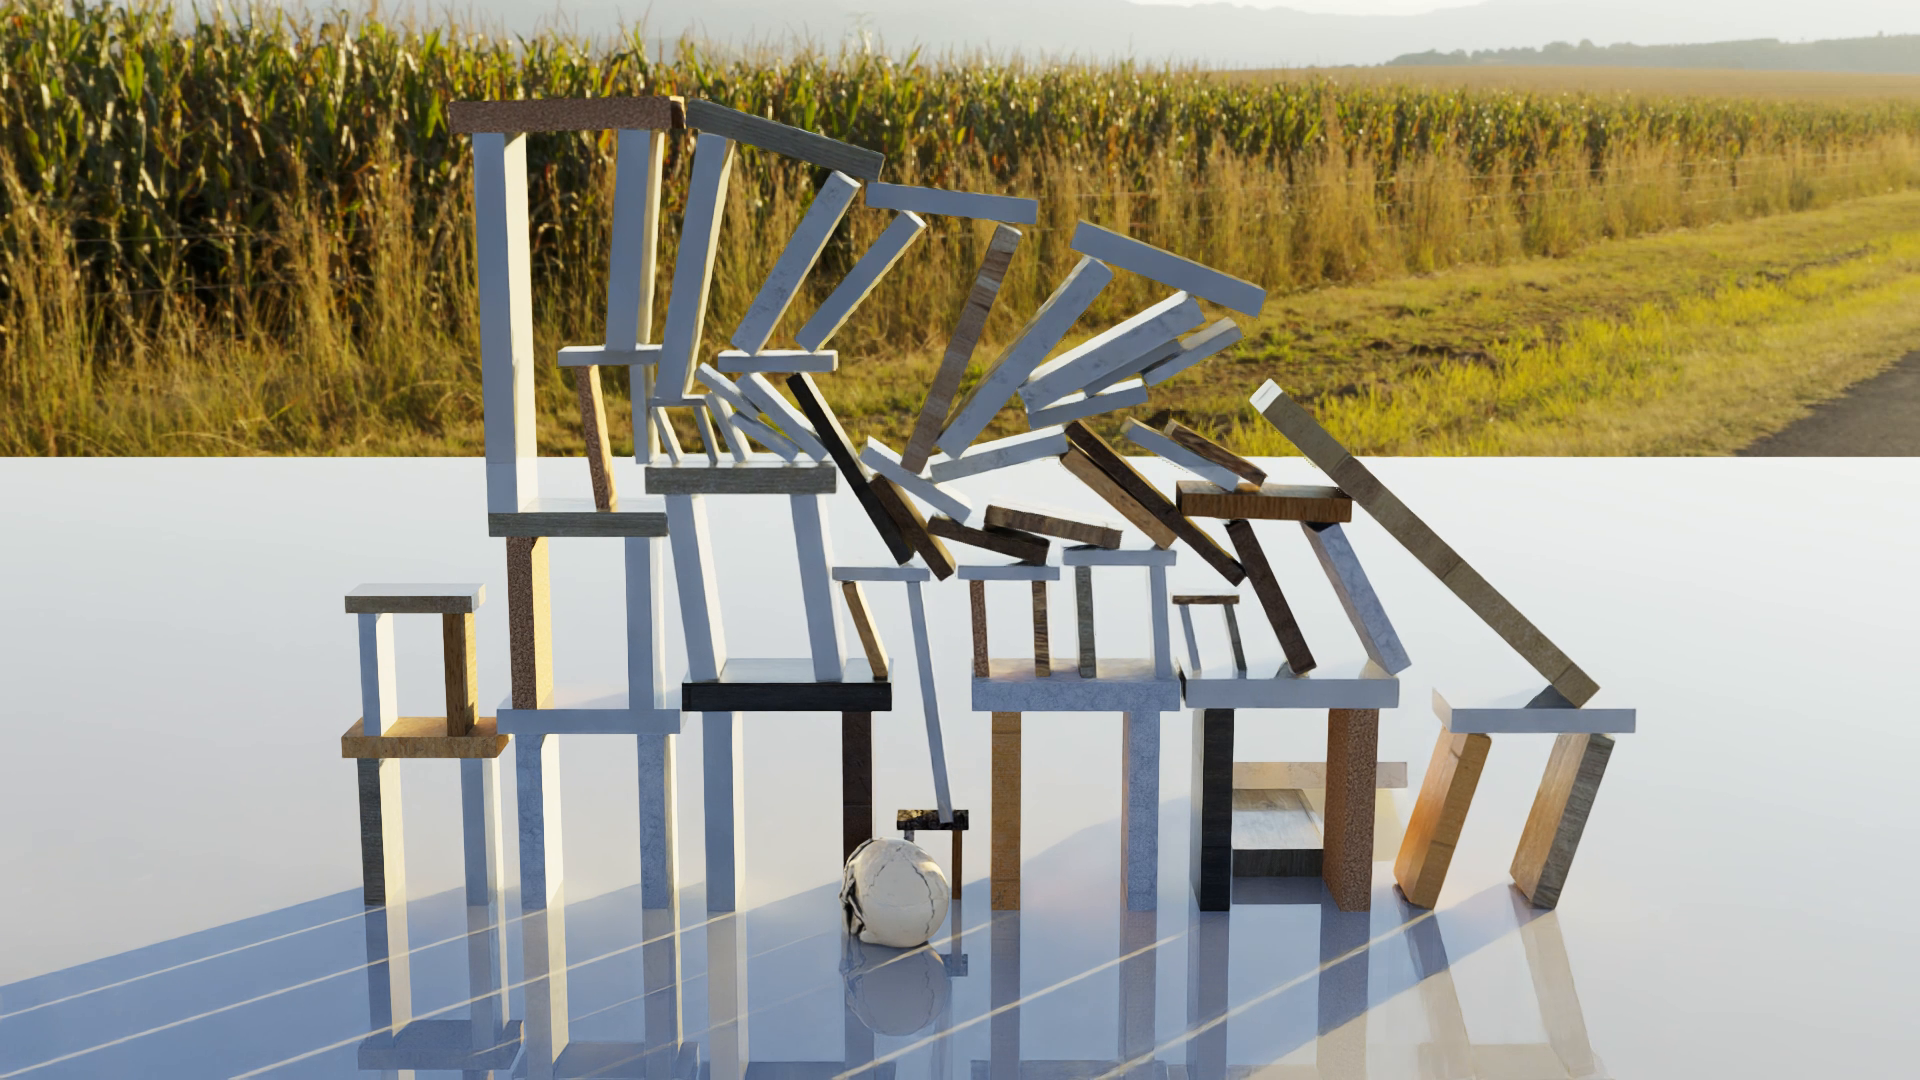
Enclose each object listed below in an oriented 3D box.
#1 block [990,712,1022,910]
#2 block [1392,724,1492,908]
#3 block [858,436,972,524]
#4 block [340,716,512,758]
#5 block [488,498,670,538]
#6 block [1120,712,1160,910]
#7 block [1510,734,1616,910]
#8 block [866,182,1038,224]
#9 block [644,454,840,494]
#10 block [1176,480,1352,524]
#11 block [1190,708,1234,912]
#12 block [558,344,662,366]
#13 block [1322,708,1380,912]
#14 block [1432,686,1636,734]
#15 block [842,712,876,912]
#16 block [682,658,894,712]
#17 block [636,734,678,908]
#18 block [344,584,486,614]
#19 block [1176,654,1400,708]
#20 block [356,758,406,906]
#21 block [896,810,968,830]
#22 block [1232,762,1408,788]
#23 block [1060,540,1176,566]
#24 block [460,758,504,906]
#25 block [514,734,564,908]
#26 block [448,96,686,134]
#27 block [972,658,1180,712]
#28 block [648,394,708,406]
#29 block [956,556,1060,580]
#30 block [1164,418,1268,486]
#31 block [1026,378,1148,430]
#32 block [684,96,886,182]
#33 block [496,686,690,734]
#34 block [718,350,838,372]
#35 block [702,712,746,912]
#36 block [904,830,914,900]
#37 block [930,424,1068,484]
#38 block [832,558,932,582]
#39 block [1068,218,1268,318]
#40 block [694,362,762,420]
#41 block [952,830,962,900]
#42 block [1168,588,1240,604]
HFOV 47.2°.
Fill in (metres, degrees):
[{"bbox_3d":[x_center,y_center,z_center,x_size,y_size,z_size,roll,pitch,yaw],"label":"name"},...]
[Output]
[{"bbox_3d":[0.075,0.425,3.643,0.047,0.335,0.167,0,11,0],"label":"block"},{"bbox_3d":[0.797,0.444,3.642,0.042,0.297,0.148,16,10,-3],"label":"block"},{"bbox_3d":[-0.072,-0.097,3.535,0.196,0.028,0.098,32,9,-8],"label":"block"},{"bbox_3d":[-0.876,0.325,3.624,0.251,0.036,0.126,0,11,0],"label":"block"},{"bbox_3d":[-0.605,-0.037,3.548,0.282,0.040,0.141,0,11,0],"label":"block"},{"bbox_3d":[0.298,0.425,3.643,0.047,0.335,0.167,0,11,0],"label":"block"},{"bbox_3d":[0.995,0.444,3.642,0.042,0.297,0.148,16,10,-3],"label":"block"},{"bbox_3d":[-0.011,-0.528,3.447,0.264,0.037,0.132,6,9,1],"label":"block"},{"bbox_3d":[-0.347,-0.107,3.539,0.301,0.043,0.151,0,11,0],"label":"block"},{"bbox_3d":[0.486,-0.063,3.535,0.268,0.038,0.134,2,10,1],"label":"block"},{"bbox_3d":[0.416,0.422,3.638,0.048,0.341,0.171,0,11,0],"label":"block"},{"bbox_3d":[-0.554,-0.295,3.505,0.159,0.023,0.080,-1,11,-1],"label":"block"},{"bbox_3d":[0.644,0.423,3.635,0.048,0.341,0.171,0,11,-1],"label":"block"},{"bbox_3d":[0.939,0.277,3.611,0.297,0.042,0.149,0,11,0],"label":"block"},{"bbox_3d":[-0.166,0.425,3.639,0.048,0.336,0.168,0,11,0],"label":"block"},{"bbox_3d":[-0.278,0.236,3.604,0.336,0.048,0.168,0,11,0],"label":"block"},{"bbox_3d":[-0.500,0.445,3.643,0.042,0.295,0.148,0,11,0],"label":"block"},{"bbox_3d":[-0.884,0.094,3.574,0.203,0.029,0.102,0,11,0],"label":"block"},{"bbox_3d":[0.532,0.230,3.602,0.341,0.048,0.171,0,11,0],"label":"block"},{"bbox_3d":[-0.960,0.466,3.650,0.036,0.251,0.126,0,11,0],"label":"block"},{"bbox_3d":[-0.045,0.464,3.648,0.119,0.017,0.059,0,11,0],"label":"block"},{"bbox_3d":[0.657,0.446,4.177,0.349,0.049,0.175,0,-6,0],"label":"block"},{"bbox_3d":[0.256,0.021,3.565,0.182,0.026,0.091,0,10,0],"label":"block"},{"bbox_3d":[-0.793,0.466,3.650,0.036,0.251,0.126,0,11,0],"label":"block"},{"bbox_3d":[-0.697,0.445,3.643,0.042,0.295,0.148,0,11,0],"label":"block"},{"bbox_3d":[-0.610,-0.664,3.436,0.338,0.048,0.169,-1,11,1],"label":"block"},{"bbox_3d":[0.186,0.237,3.608,0.335,0.047,0.167,0,11,0],"label":"block"},{"bbox_3d":[-0.449,-0.223,3.520,0.091,0.013,0.045,0,11,5],"label":"block"},{"bbox_3d":[0.079,0.045,3.543,0.164,0.023,0.082,1,11,3],"label":"block"},{"bbox_3d":[0.411,-0.141,3.538,0.167,0.024,0.084,28,8,-6],"label":"block"},{"bbox_3d":[0.202,-0.218,3.520,0.192,0.027,0.096,-14,10,3],"label":"block"},{"bbox_3d":[-0.271,-0.627,3.450,0.309,0.044,0.154,16,9,-4],"label":"block"},{"bbox_3d":[-0.598,0.279,3.613,0.295,0.042,0.148,0,11,0],"label":"block"},{"bbox_3d":[-0.289,-0.286,3.510,0.183,0.026,0.091,0,10,2],"label":"block"},{"bbox_3d":[-0.390,0.425,3.639,0.048,0.336,0.168,0,11,0],"label":"block"},{"bbox_3d":[-0.084,0.531,3.660,0.017,0.119,0.059,1,11,0],"label":"block"},{"bbox_3d":[0.063,-0.139,3.548,0.221,0.031,0.111,-14,9,3],"label":"block"},{"bbox_3d":[-0.125,0.048,3.566,0.157,0.022,0.079,1,11,1],"label":"block"},{"bbox_3d":[0.326,-0.432,3.478,0.310,0.044,0.155,20,10,-1],"label":"block"},{"bbox_3d":[-0.369,-0.238,3.511,0.120,0.017,0.060,36,12,-8],"label":"block"},{"bbox_3d":[-0.005,0.531,3.660,0.017,0.119,0.059,1,11,0],"label":"block"},{"bbox_3d":[0.397,0.092,3.575,0.108,0.015,0.054,0,10,0],"label":"block"}]
